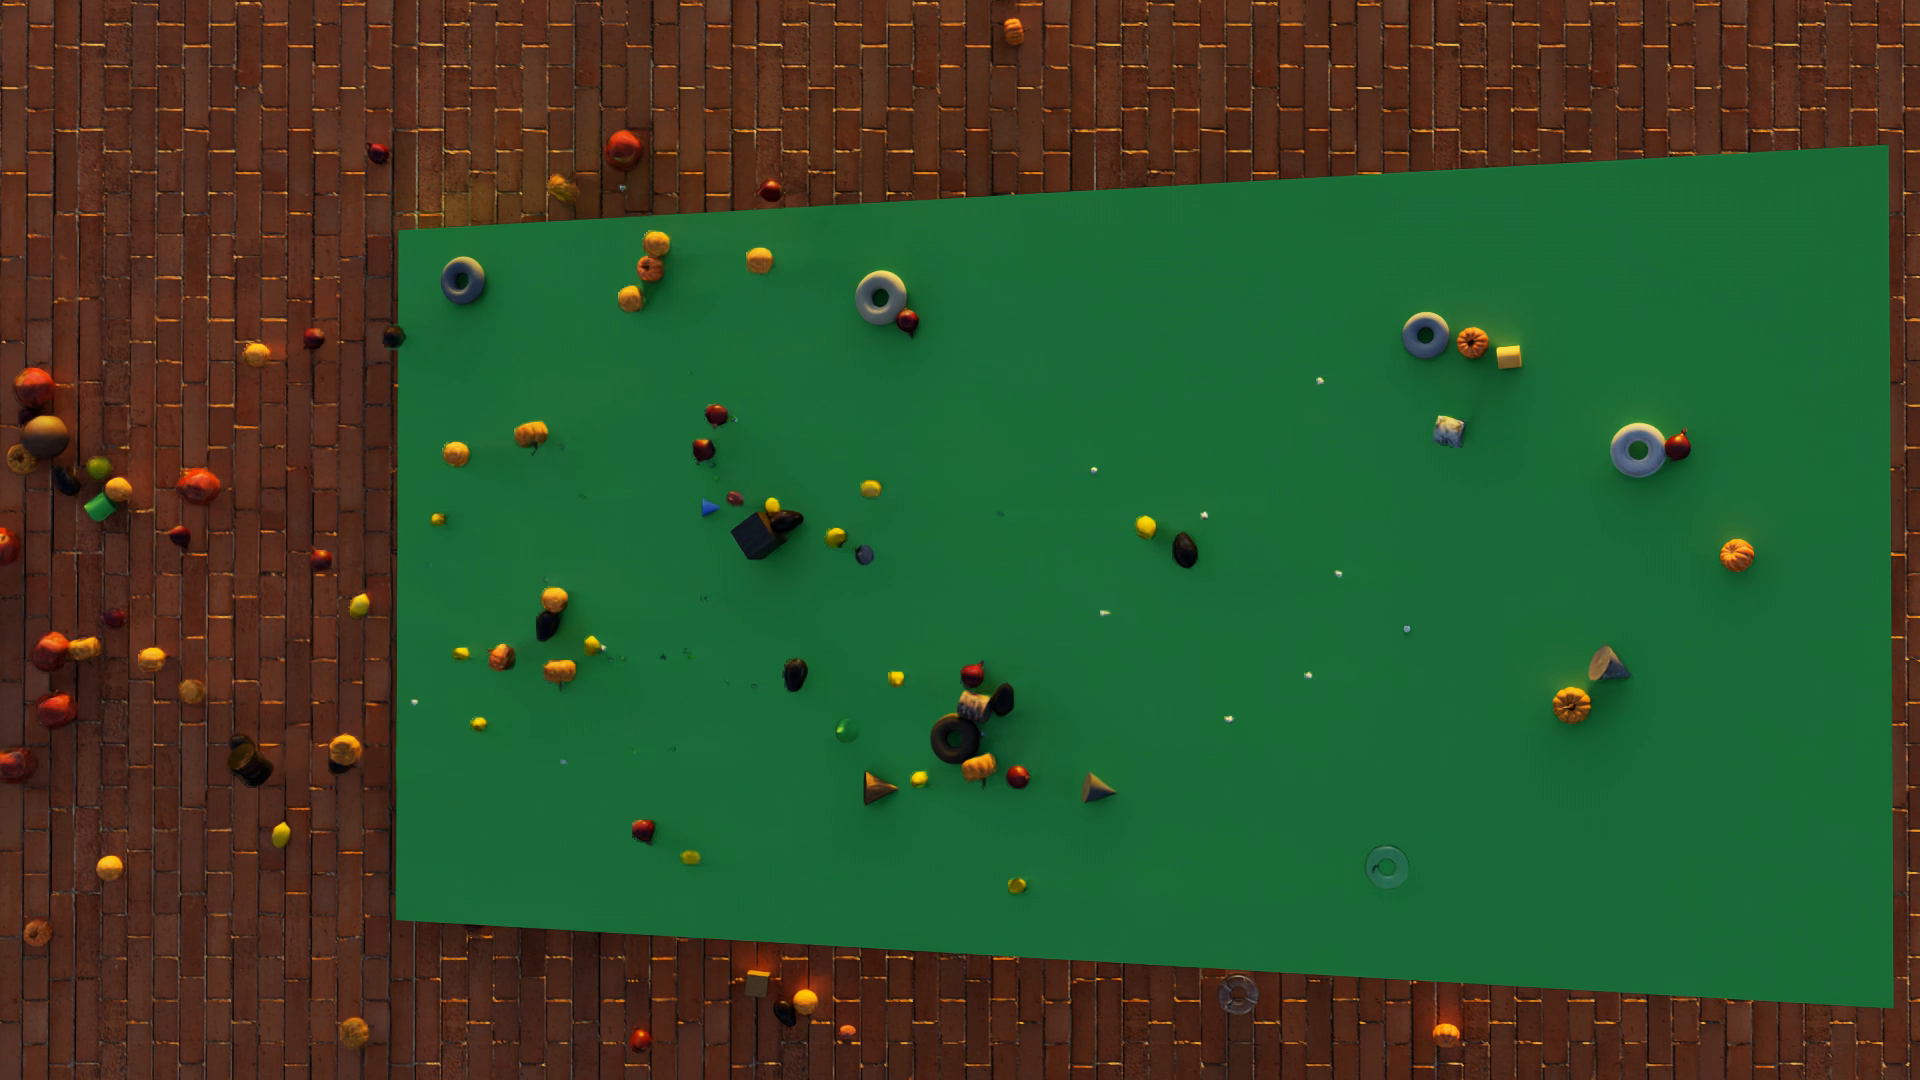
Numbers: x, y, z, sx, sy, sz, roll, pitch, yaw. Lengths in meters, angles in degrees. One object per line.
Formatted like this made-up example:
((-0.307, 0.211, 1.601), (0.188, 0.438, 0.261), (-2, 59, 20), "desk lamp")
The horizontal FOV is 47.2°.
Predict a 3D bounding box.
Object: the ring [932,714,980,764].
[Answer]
((-0.013, 0.525, 5.797), (0.135, 0.045, 0.135), (-1, 88, 19), "ring")

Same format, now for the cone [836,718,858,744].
((-0.317, 0.513, 5.889), (0.066, 0.066, 0.066), (0, 89, 19), "cone")

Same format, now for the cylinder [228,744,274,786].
((-2.062, 0.654, 6.392), (0.091, 0.091, 0.091), (-15, 47, 17), "cylinder")

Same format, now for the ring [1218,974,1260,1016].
((0.814, 1.329, 6.433), (0.124, 0.041, 0.124), (0, 90, -1), "ring")

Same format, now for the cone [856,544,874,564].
((-0.265, 0.040, 5.884), (0.055, 0.055, 0.055), (0, 89, 19), "cone")

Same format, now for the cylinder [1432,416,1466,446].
((1.199, -0.267, 5.386), (0.065, 0.065, 0.065), (14, 89, 18), "cylinder")

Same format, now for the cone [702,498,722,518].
((-0.681, -0.089, 6.043), (0.054, 0.054, 0.054), (-1, 89, -8), "cone")

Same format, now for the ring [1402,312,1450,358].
((1.148, -0.504, 5.421), (0.116, 0.039, 0.116), (0, 91, 18), "ring")

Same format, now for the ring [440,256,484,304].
((-1.422, -0.742, 6.292), (0.139, 0.046, 0.139), (-1, 88, 19), "ring")

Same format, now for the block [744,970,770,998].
((-0.592, 1.296, 6.423), (0.062, 0.062, 0.062), (7, 89, 0), "block")

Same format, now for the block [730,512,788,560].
((-0.544, -0.011, 5.959), (0.093, 0.093, 0.093), (-36, 78, 15), "block")

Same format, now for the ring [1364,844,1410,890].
((1.056, 0.808, 5.435), (0.112, 0.037, 0.112), (0, 90, 18), "ring")

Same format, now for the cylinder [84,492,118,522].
((-2.515, -0.097, 6.440), (0.066, 0.066, 0.066), (-36, 89, 0), "cylinder")

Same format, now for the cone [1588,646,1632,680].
((1.571, 0.311, 5.264), (0.092, 0.092, 0.092), (24, 89, -9), "cone")

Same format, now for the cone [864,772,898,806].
((-0.207, 0.663, 5.863), (0.092, 0.092, 0.092), (1, 89, -8), "cone")

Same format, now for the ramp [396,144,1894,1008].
((0.278, 0.091, 5.781), (4.000, 0.100, 2.000), (0, 89, 19), "ramp")

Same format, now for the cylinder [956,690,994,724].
((0.040, 0.438, 5.765), (0.073, 0.073, 0.073), (17, 89, 18), "cylinder")

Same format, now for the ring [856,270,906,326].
((-0.211, -0.647, 5.879), (0.146, 0.049, 0.146), (-1, 88, 20), "ring")

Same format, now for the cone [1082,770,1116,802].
((0.366, 0.644, 5.671), (0.083, 0.083, 0.083), (12, 89, -8), "cone")

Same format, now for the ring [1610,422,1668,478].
((1.621, -0.214, 5.253), (0.131, 0.044, 0.131), (1, 92, 22), "ring")

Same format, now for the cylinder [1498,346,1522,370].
((1.336, -0.444, 5.349), (0.052, 0.052, 0.052), (-4, 89, 19), "cylinder")
